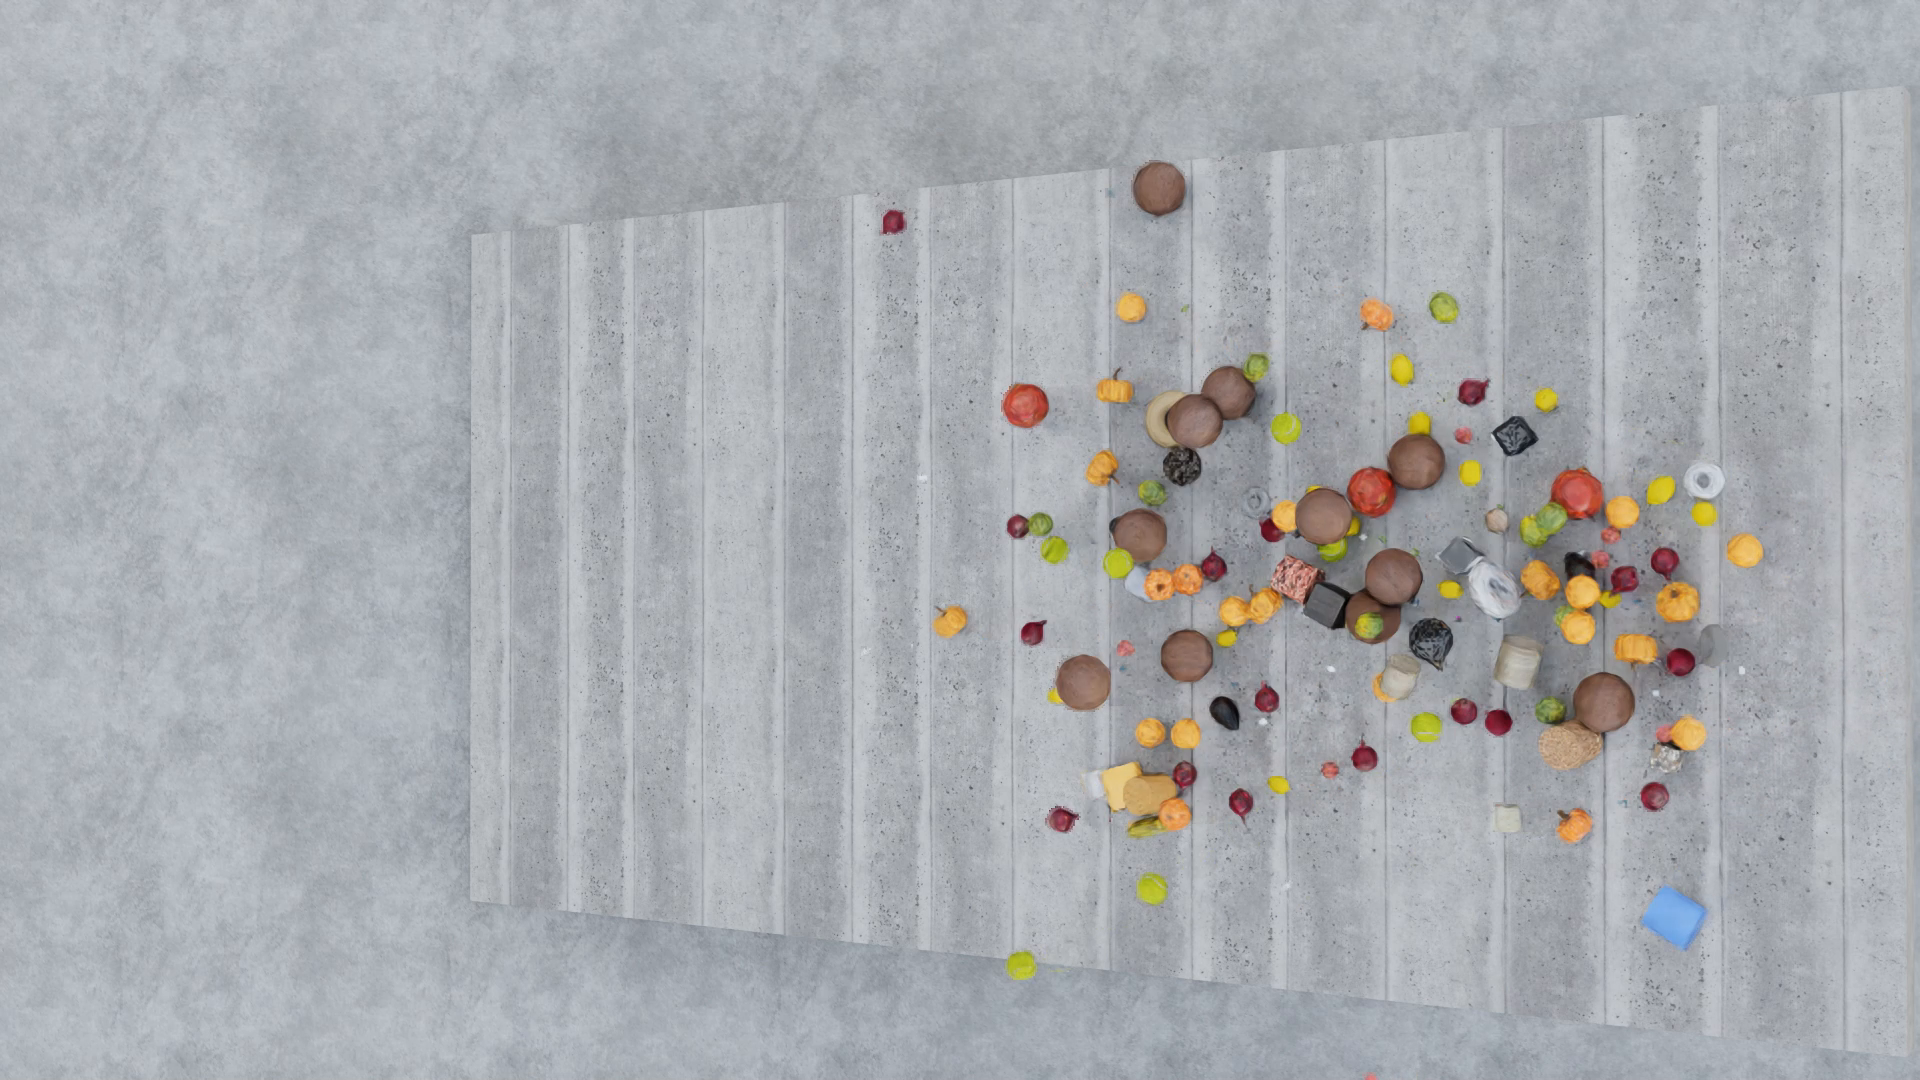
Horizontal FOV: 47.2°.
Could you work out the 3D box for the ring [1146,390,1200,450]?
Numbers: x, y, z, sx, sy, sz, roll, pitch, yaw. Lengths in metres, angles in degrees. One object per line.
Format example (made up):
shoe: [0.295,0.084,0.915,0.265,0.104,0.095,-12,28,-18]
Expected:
ring: [0.520,-0.294,5.372,0.145,0.048,0.145,1,91,31]

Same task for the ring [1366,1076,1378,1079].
ring: [0.938,1.288,5.069,0.038,0.114,0.114,17,89,15]

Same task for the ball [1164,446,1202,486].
ball: [0.540,-0.179,5.332,0.094,0.094,0.094,0,89,0]

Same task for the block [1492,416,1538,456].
block: [1.242,-0.232,4.922,0.064,0.064,0.064,-39,70,25]

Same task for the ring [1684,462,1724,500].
ring: [1.598,-0.127,4.725,0.085,0.028,0.085,0,91,33]

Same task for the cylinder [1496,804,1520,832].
cylinder: [1.228,0.623,4.928,0.054,0.054,0.054,-1,90,0]

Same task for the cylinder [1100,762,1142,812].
cylinder: [0.406,0.606,5.401,0.099,0.099,0.099,-17,80,0]

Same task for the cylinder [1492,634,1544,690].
cylinder: [1.242,0.271,4.891,0.093,0.093,0.093,11,108,0]

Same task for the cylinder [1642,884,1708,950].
cylinder: [1.533,0.808,4.713,0.099,0.099,0.099,34,90,28]

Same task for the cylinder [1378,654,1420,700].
cylinder: [0.990,0.307,4.950,0.074,0.074,0.074,14,125,0]

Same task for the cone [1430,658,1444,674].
cone: [1.090,0.274,5.027,0.073,0.073,0.073,-27,104,0]

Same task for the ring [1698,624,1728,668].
ring: [1.602,0.224,4.678,0.031,0.093,0.093,3,89,-8]

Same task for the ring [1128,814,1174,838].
ring: [0.465,0.697,5.356,0.116,0.116,0.039,-13,85,0]

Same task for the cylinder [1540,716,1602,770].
cylinder: [1.339,0.447,4.821,0.098,0.098,0.098,-13,89,-43]

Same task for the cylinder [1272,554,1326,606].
cylinder: [0.796,0.095,5.174,0.091,0.091,0.091,29,89,28]

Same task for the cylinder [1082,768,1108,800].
cylinder: [0.341,0.606,5.463,0.063,0.063,0.063,-14,80,0]

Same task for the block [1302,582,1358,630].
block: [0.865,0.153,5.138,0.081,0.081,0.081,31,105,28]

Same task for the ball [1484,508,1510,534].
ball: [1.207,-0.043,4.943,0.056,0.056,0.056,0,89,0]

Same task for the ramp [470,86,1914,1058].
ramp: [0.264,0.073,5.610,4.000,0.100,2.000,0,89,31]

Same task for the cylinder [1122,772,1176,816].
cylinder: [0.458,0.613,5.306,0.092,0.092,0.092,-3,89,-44]

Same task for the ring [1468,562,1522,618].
ring: [1.194,0.111,4.911,0.139,0.046,0.139,17,54,-24]

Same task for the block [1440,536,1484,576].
block: [1.137,0.035,4.984,0.063,0.063,0.063,49,113,22]

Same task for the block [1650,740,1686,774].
block: [1.528,0.469,4.745,0.053,0.053,0.053,18,102,31]

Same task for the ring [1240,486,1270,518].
ring: [0.708,-0.090,5.268,0.077,0.026,0.077,-1,88,30]

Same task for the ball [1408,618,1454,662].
ball: [1.051,0.223,4.911,0.097,0.097,0.097,0,89,0]

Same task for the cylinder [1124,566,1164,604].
cylinder: [0.451,0.109,5.396,0.068,0.068,0.068,38,89,35]
